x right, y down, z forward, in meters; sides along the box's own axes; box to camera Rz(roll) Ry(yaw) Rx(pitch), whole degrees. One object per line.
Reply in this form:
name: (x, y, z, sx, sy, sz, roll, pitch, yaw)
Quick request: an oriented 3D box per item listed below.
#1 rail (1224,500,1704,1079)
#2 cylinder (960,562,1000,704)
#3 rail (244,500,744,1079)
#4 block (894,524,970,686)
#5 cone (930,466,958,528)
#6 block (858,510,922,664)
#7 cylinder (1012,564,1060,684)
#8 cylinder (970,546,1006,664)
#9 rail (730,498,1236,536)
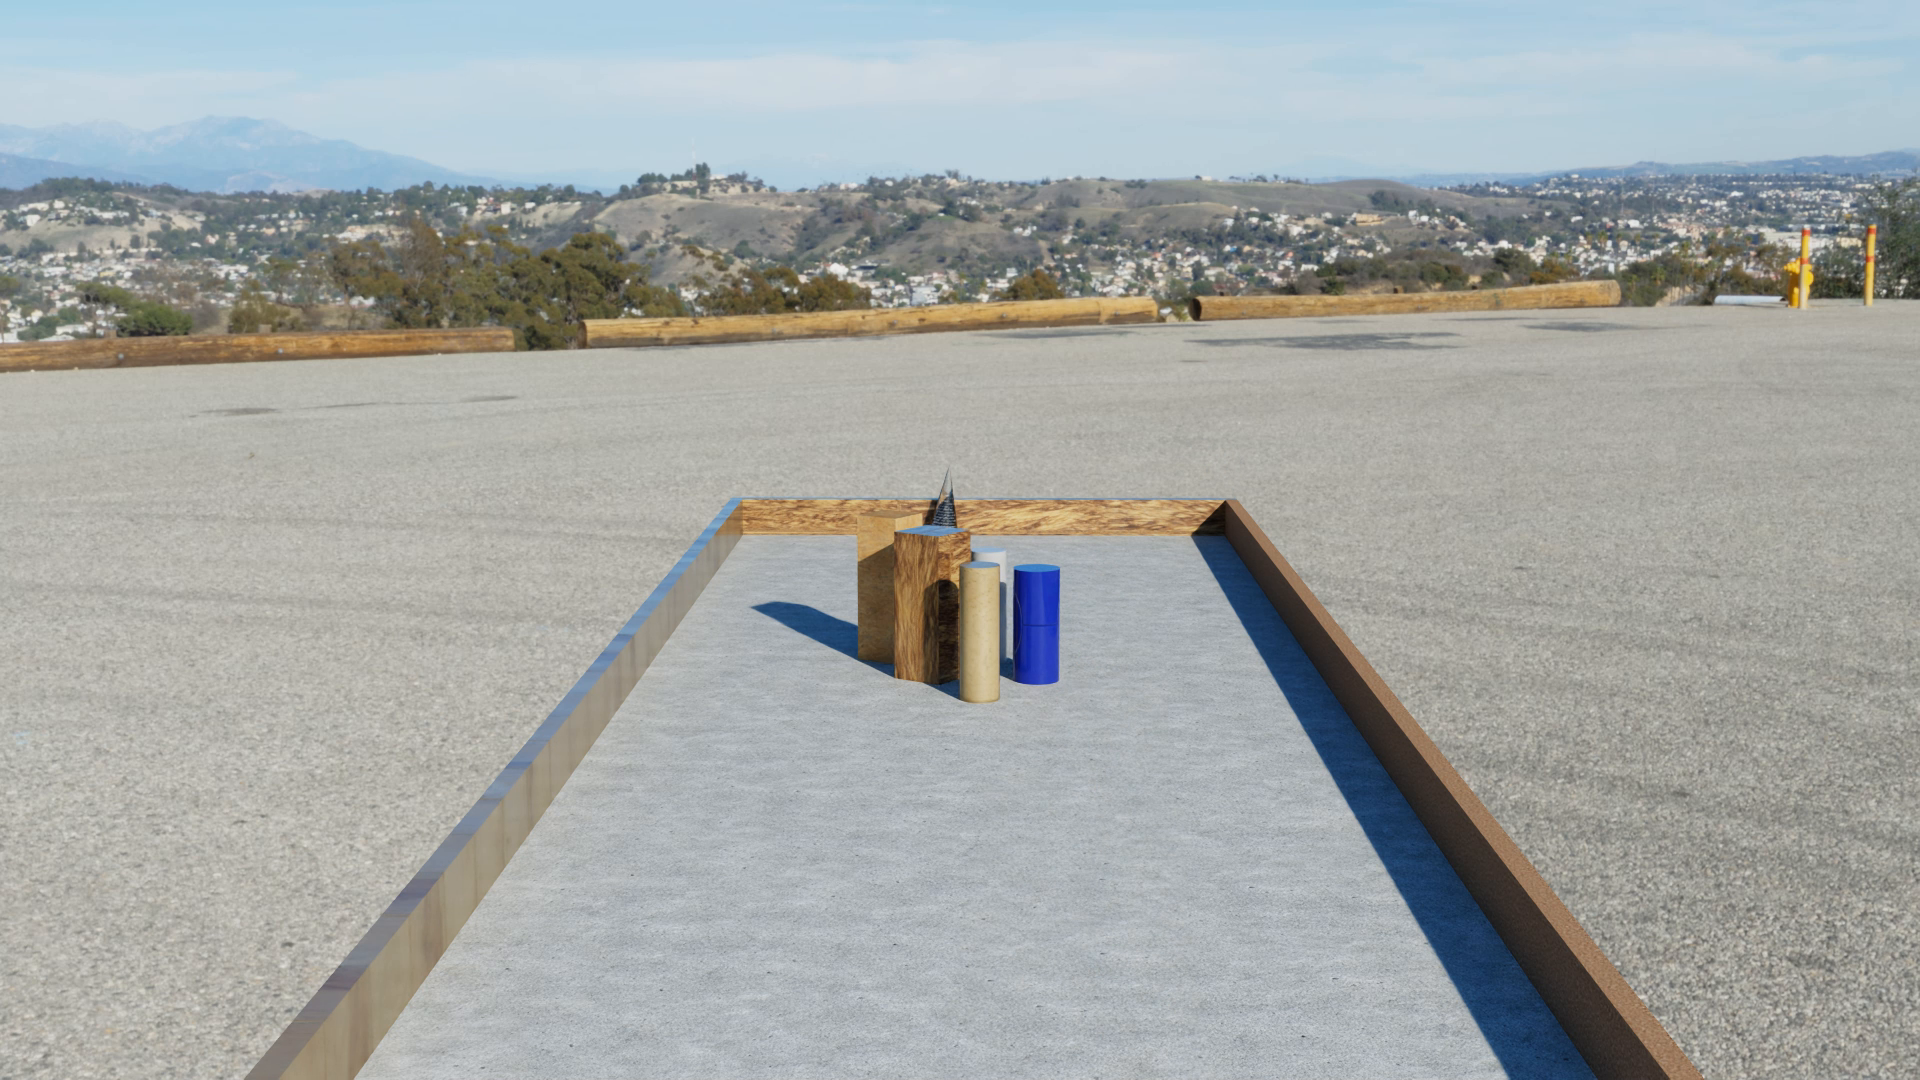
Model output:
rail: (1.046, 0.843, 3.208, 0.050, 0.150, 12.000, 0, 9, 1)
cylinder: (0.055, 0.258, 6.160, 0.115, 0.382, 0.115, 0, 9, 0)
rail: (-1.004, 0.839, 3.234, 0.050, 0.150, 12.000, 0, 9, 1)
block: (-0.080, 0.188, 6.434, 0.160, 0.435, 0.160, 6, 11, 35)
cone: (-0.057, -0.164, 9.043, 0.134, 0.302, 0.134, 5, 10, -1)
block: (-0.213, 0.141, 6.700, 0.141, 0.444, 0.141, 6, 11, 32)
cylinder: (0.222, 0.245, 6.406, 0.137, 0.332, 0.137, 0, 9, 0)
cylinder: (0.087, 0.199, 6.661, 0.110, 0.342, 0.110, 0, 9, 0)
rail: (0.099, -0.098, 9.147, 2.100, 0.150, 0.050, 0, 9, 1)
